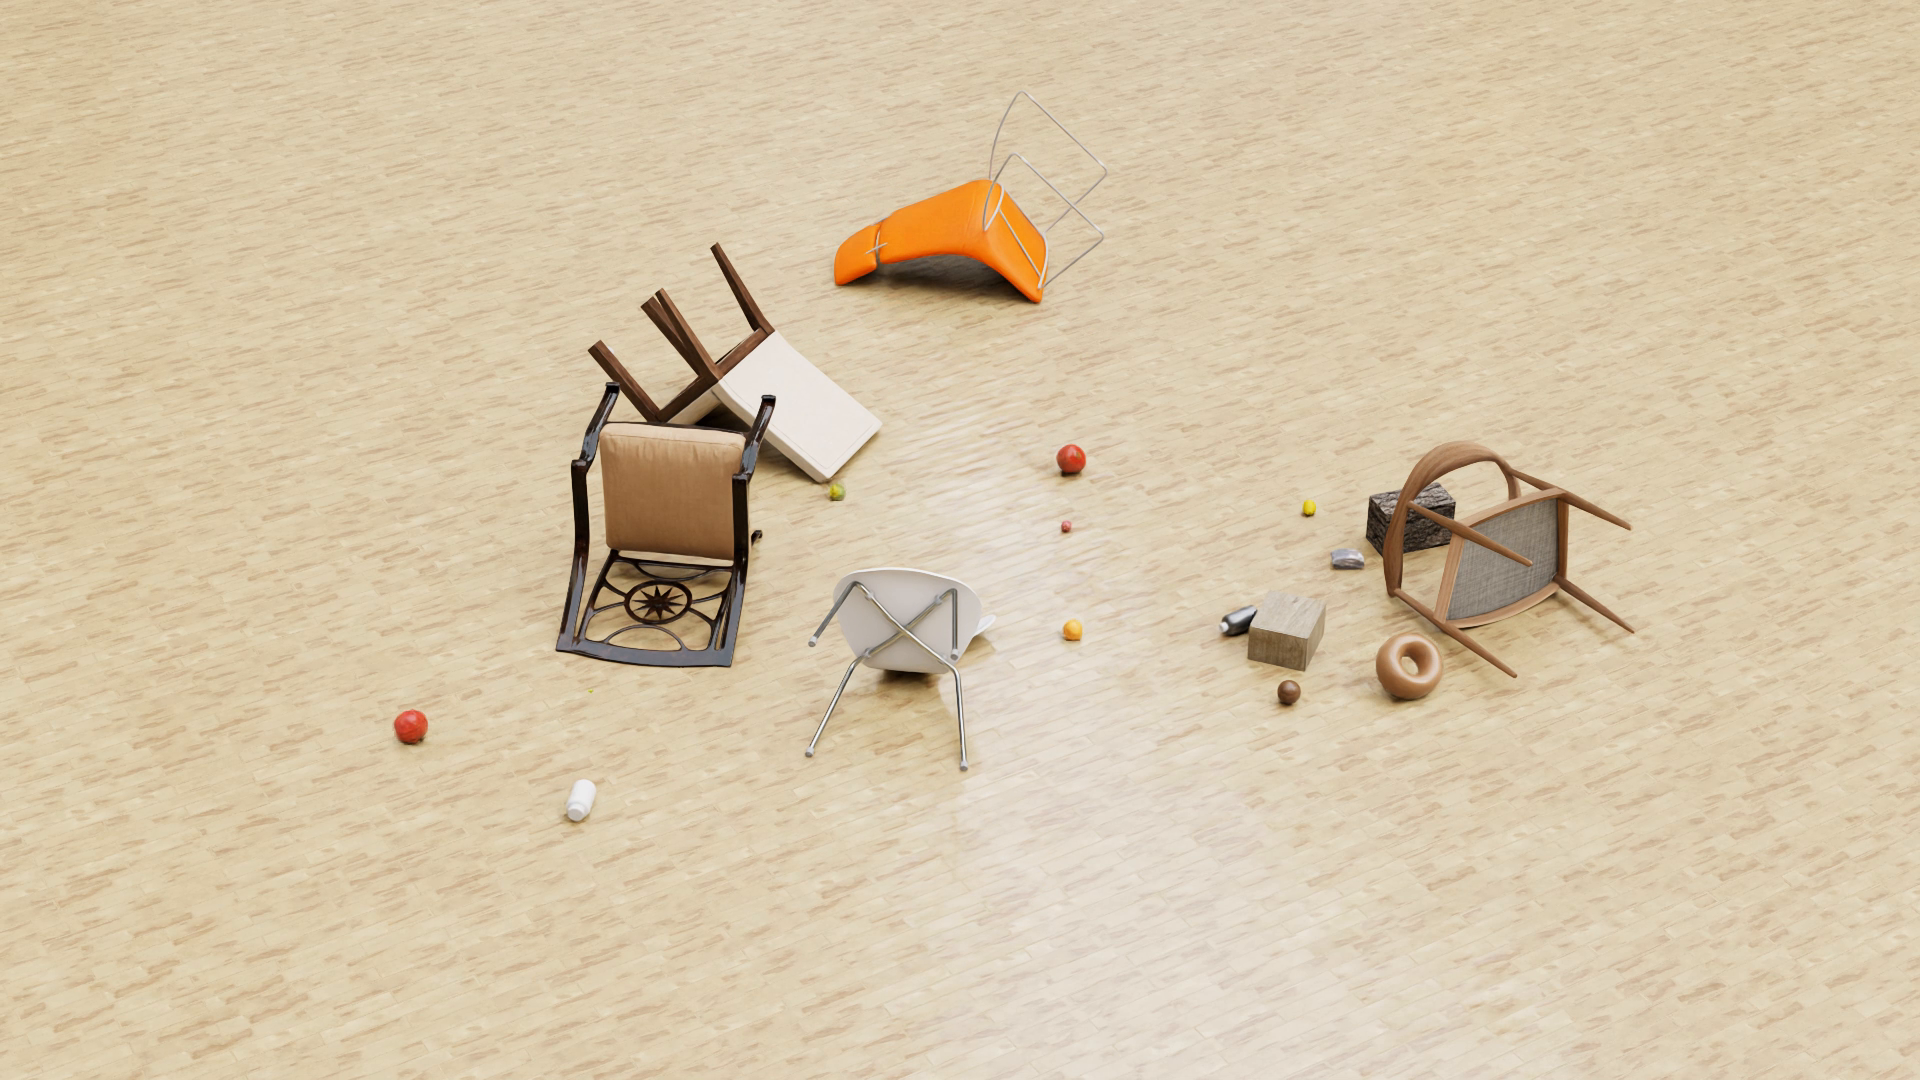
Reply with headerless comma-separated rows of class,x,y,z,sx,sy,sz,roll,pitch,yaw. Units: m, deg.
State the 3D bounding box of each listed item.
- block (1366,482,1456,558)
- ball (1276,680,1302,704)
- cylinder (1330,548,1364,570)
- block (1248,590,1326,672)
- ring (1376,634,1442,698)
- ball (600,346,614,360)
block,1.673,-0.075,10.889,0.283,0.187,0.145,-11,35,-16
ball,1.131,0.522,10.077,0.083,0.083,0.083,0,33,0
cylinder,1.426,0.070,10.792,0.120,0.050,0.068,5,27,-1
block,1.153,0.318,10.332,0.210,0.142,0.244,12,35,18
ring,1.549,0.433,10.110,0.242,0.118,0.231,-10,73,-22
ball,-1.450,-0.768,12.058,0.057,0.057,0.057,0,33,0
